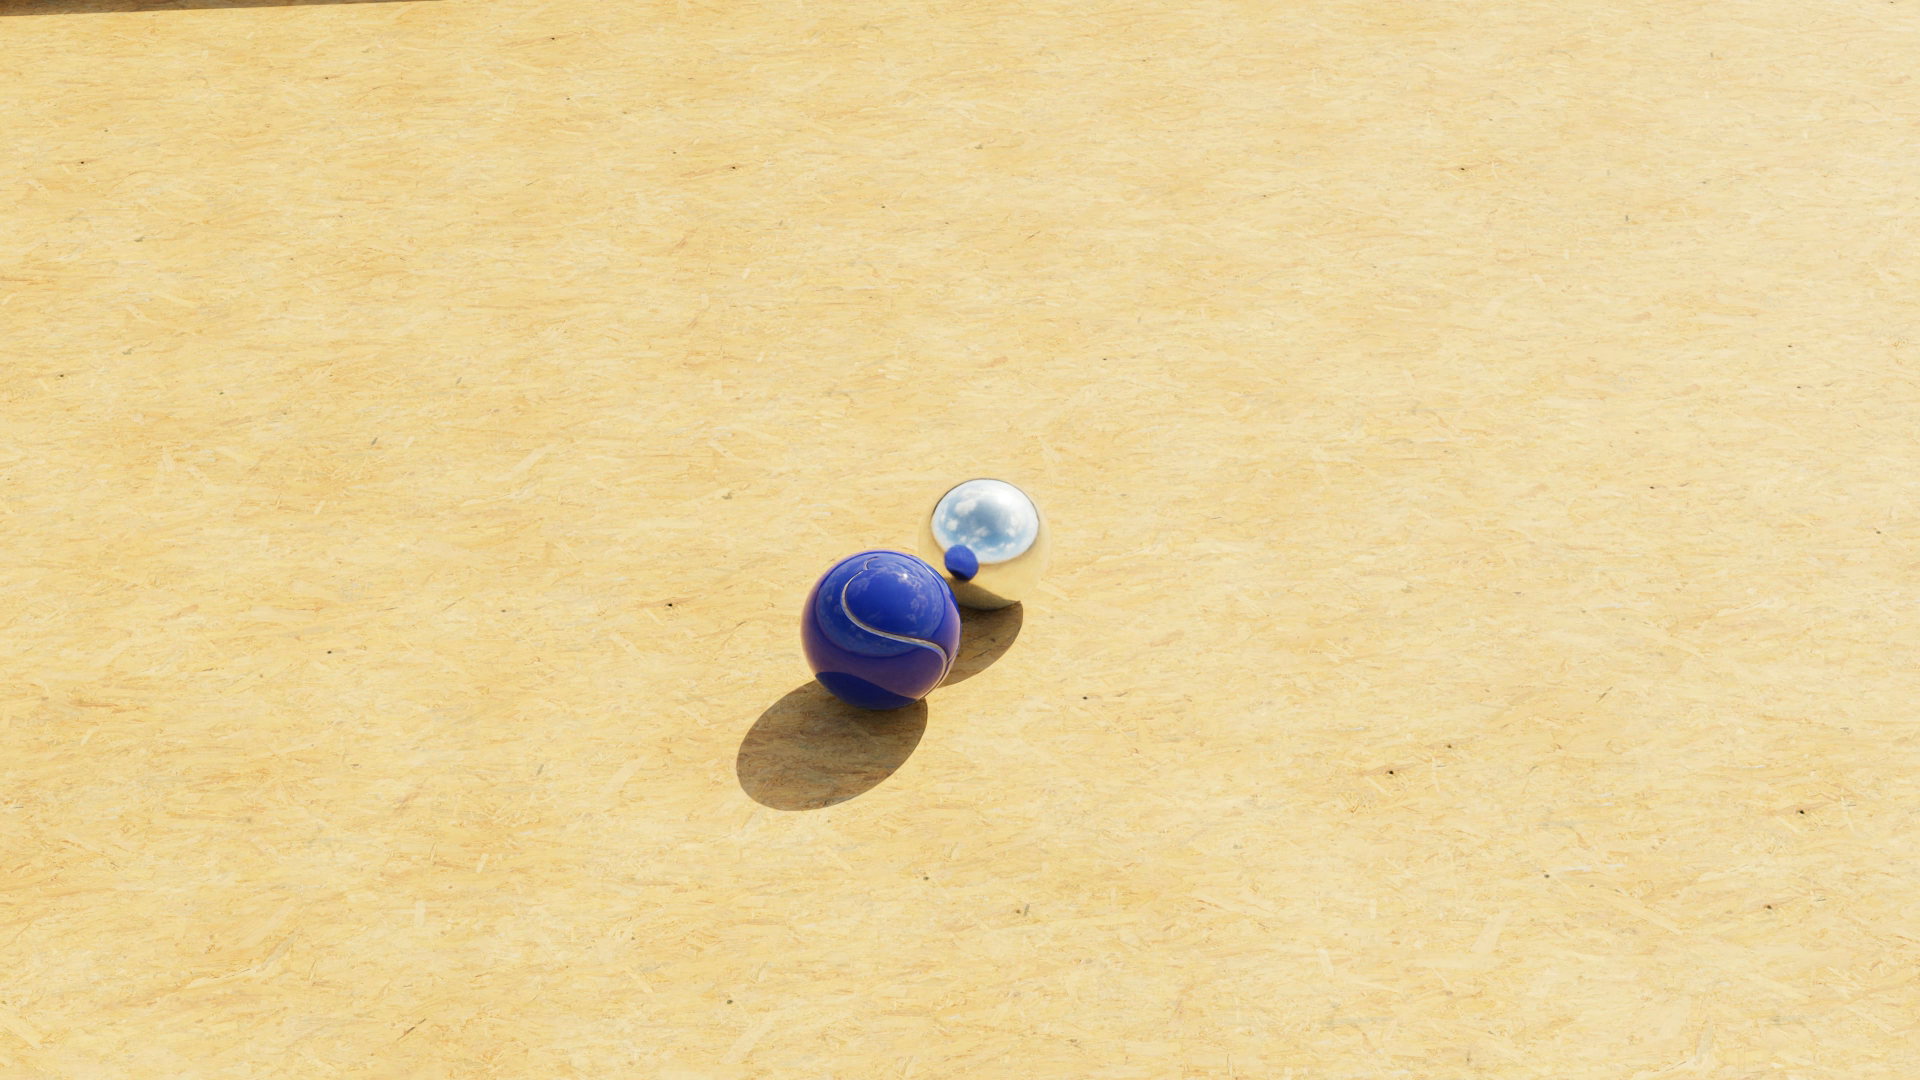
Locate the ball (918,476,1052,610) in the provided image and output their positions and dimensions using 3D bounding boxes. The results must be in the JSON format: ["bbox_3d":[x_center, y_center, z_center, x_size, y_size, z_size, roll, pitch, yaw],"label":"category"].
[{"bbox_3d":[0.015,0.002,1.542,0.081,0.081,0.081,0,37,0],"label":"ball"}]

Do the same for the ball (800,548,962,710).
[{"bbox_3d":[-0.045,0.051,1.466,0.093,0.093,0.093,0,37,0],"label":"ball"}]
